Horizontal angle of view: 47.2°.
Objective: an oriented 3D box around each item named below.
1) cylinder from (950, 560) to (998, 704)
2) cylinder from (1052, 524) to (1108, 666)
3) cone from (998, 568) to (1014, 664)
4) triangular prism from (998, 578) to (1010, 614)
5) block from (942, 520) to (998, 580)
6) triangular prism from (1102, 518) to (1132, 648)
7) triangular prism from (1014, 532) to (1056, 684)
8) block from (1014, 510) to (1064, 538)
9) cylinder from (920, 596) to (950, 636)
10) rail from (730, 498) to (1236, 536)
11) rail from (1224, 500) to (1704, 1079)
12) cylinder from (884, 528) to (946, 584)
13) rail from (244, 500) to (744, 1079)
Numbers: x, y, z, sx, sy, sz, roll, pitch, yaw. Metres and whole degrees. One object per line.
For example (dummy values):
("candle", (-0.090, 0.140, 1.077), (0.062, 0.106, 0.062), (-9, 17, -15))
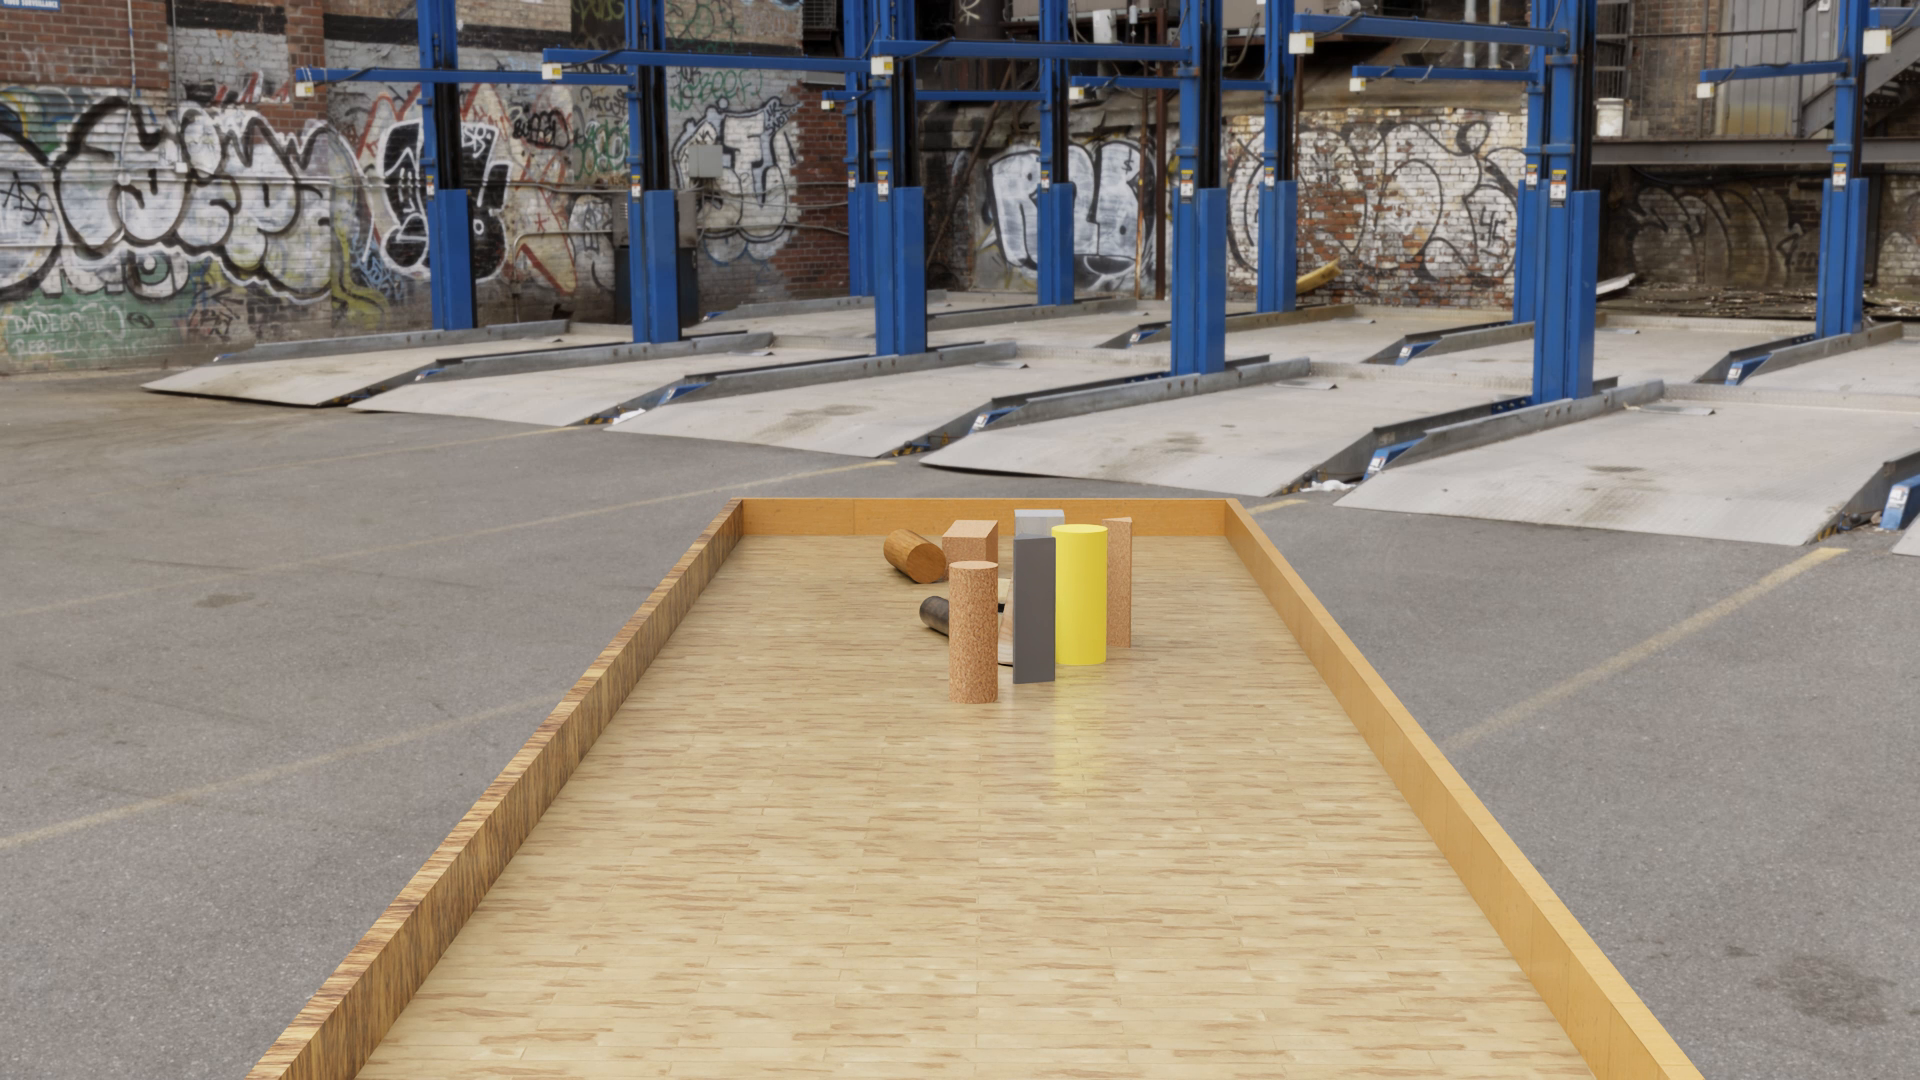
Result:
("cylinder", (0.038, 0.258, 6.164), (0.137, 0.381, 0.137), (0, 9, 0))
("cylinder", (0.361, 0.165, 6.680), (0.169, 0.404, 0.169), (0, 9, 0))
("cone", (0.188, 0.165, 6.661), (0.178, 0.401, 0.178), (0, 7, 0))
("triangular prism", (0.297, 0.191, 7.431), (0.425, 0.110, 0.128), (3, 10, 17))
("block", (0.040, 0.036, 8.264), (0.161, 0.161, 0.423), (1, 9, 7))
("triangular prism", (0.511, 0.131, 6.914), (0.106, 0.398, 0.092), (6, 11, 31))
("triangular prism", (0.198, 0.196, 6.414), (0.129, 0.424, 0.112), (-3, 10, -19))
("block", (0.250, 0.118, 6.957), (0.154, 0.410, 0.154), (0, 9, 0))
("cylinder", (-0.008, 0.263, 7.021), (0.104, 0.104, 0.402), (-4, 10, -22))
("rail", (0.099, -0.098, 9.147), (2.100, 0.150, 0.050), (0, 9, 1))
("rail", (1.046, 0.843, 3.208), (0.050, 0.150, 12.000), (0, 9, 1))
("cylinder", (-0.171, 0.058, 8.163), (0.150, 0.150, 0.355), (-2, 9, -15))
("rail", (-1.004, 0.839, 3.234), (0.050, 0.150, 12.000), (0, 9, 1))
